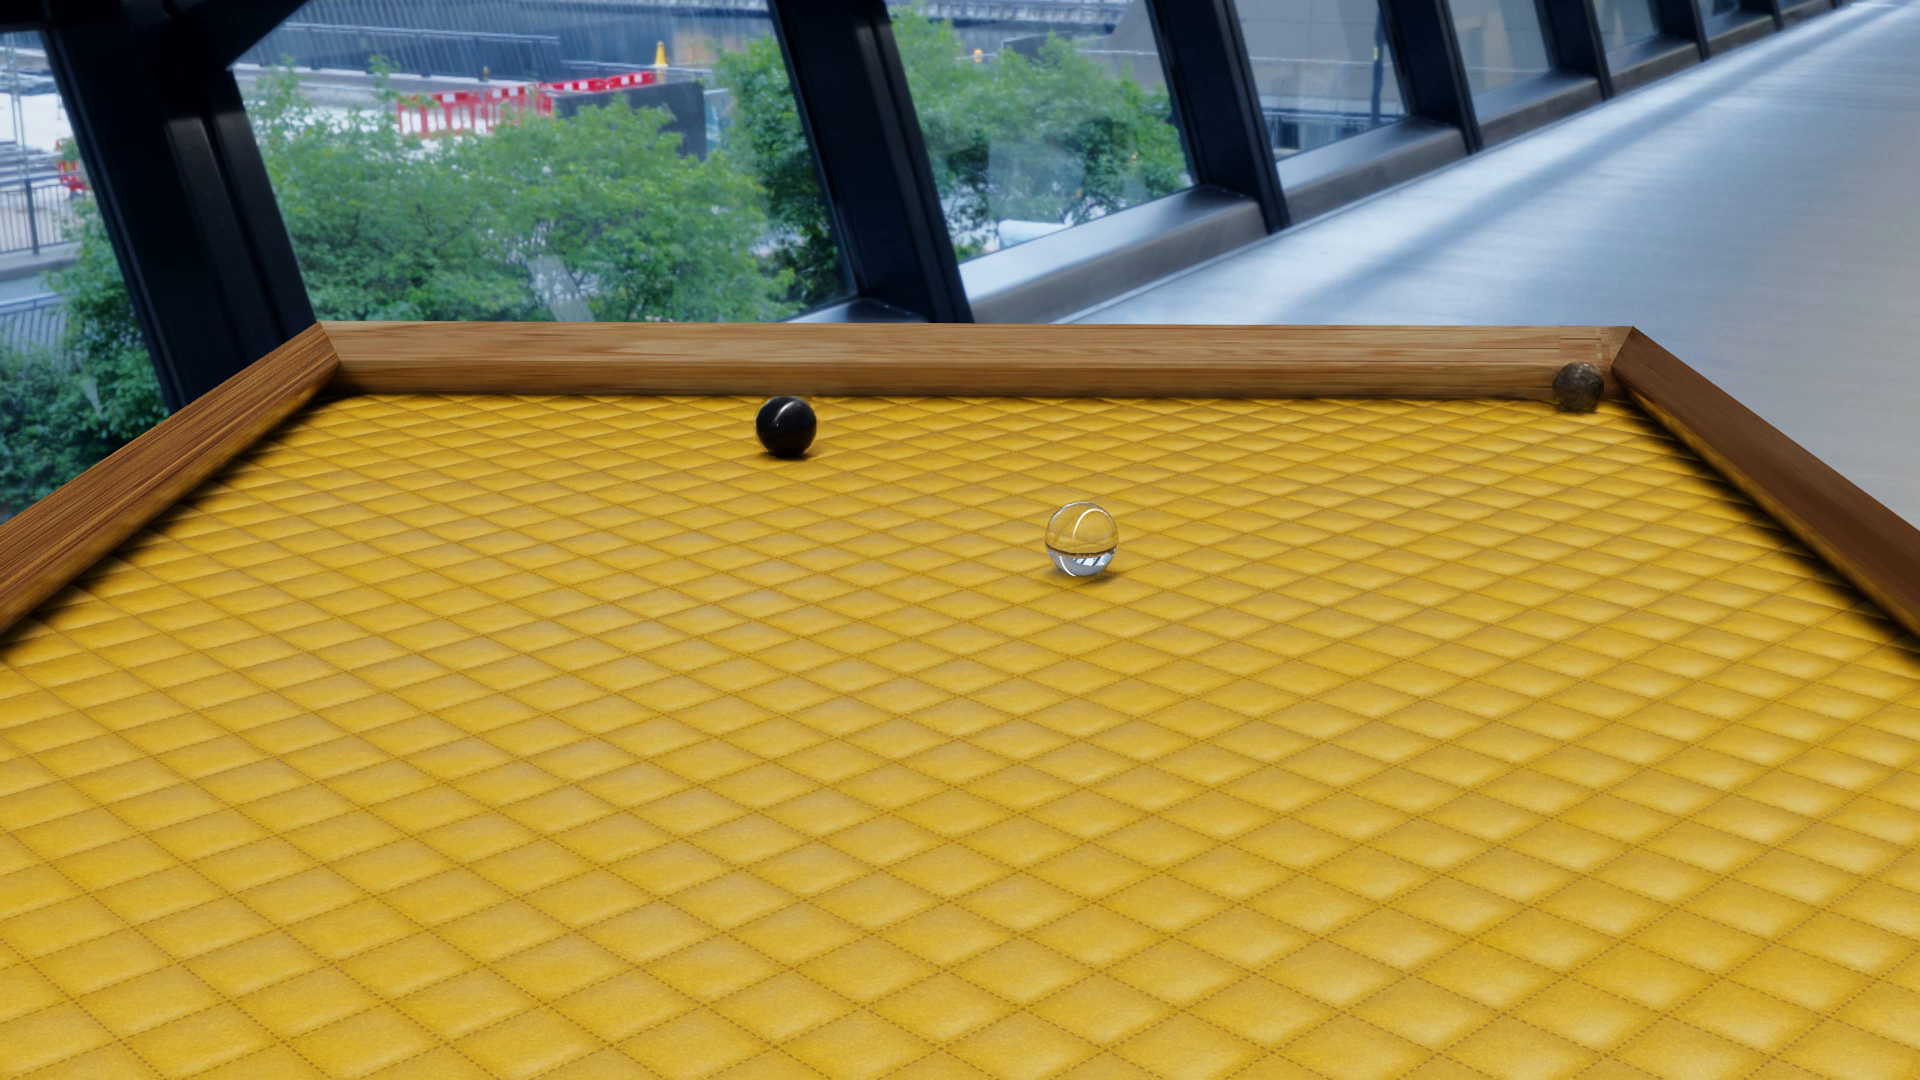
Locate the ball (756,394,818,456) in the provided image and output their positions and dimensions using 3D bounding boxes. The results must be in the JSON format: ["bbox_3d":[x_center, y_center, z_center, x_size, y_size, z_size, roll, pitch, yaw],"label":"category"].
[{"bbox_3d":[-0.265,-0.175,3.358,0.094,0.094,0.094,0,17,0],"label":"ball"}]

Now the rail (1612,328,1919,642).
[{"bbox_3d":[1.071,0.285,1.776,0.045,0.123,4.071,0,17,1],"label":"rail"}]

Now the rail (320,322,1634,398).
[{"bbox_3d":[0.020,-0.301,3.723,2.231,0.123,0.045,0,17,1],"label":"rail"}]

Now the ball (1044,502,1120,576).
[{"bbox_3d":[0.154,-0.001,2.779,0.095,0.095,0.095,0,17,0],"label":"ball"}]

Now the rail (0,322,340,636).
[{"bbox_3d":[-1.112,0.272,1.819,0.045,0.123,4.071,0,17,1],"label":"rail"}]

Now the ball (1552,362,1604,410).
[{"bbox_3d":[1.026,-0.256,3.653,0.080,0.080,0.080,0,17,0],"label":"ball"}]
